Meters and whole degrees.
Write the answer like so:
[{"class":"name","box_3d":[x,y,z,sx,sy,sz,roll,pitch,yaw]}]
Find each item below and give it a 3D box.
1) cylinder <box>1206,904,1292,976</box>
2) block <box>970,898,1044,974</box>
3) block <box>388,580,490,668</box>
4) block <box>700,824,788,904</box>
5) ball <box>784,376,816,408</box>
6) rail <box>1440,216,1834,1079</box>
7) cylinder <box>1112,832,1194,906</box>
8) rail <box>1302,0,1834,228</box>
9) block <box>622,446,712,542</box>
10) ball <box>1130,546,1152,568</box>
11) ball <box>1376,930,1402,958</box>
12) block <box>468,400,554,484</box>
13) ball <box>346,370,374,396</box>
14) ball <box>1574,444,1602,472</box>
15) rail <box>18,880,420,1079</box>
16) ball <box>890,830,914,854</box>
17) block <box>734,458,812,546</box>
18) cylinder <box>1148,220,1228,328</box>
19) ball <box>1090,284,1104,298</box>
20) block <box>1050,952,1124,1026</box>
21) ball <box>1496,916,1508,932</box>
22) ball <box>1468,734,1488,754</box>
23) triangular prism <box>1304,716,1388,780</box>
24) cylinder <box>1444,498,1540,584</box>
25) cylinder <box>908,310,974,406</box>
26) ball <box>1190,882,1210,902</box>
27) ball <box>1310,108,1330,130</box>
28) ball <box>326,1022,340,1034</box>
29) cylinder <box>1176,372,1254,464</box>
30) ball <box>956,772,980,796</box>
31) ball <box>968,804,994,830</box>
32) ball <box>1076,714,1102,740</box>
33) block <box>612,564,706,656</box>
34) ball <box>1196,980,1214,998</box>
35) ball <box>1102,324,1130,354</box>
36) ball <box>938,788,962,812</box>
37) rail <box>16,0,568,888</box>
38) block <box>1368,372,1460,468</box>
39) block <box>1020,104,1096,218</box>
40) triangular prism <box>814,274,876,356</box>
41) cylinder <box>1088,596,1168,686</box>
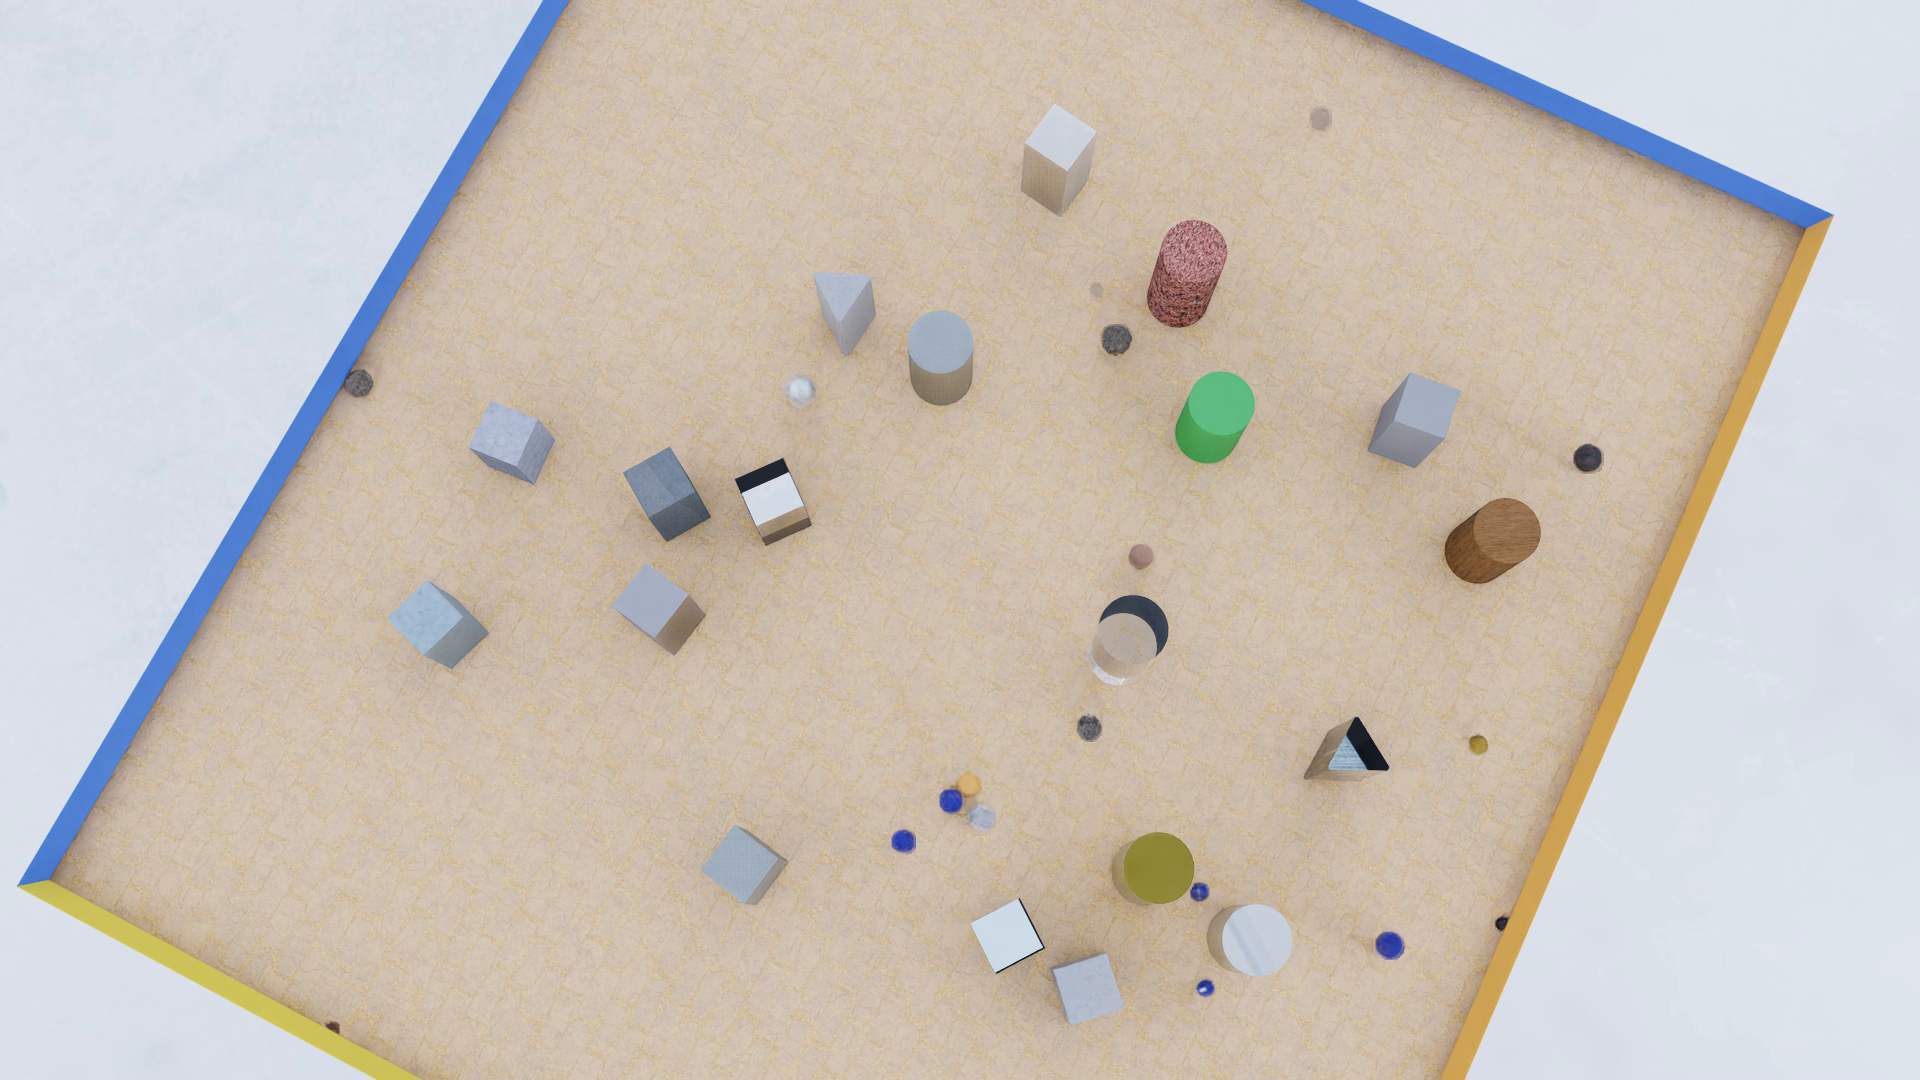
[{"class":"cylinder","box_3d":[0.821,1.137,5.217,0.194,0.323,0.194,0,78,0]},{"class":"block","box_3d":[0.134,1.134,5.256,0.156,0.246,0.156,-27,80,-5]},{"class":"block","box_3d":[-1.537,0.253,5.413,0.156,0.296,0.156,44,82,8]},{"class":"block","box_3d":[-0.614,0.935,5.258,0.156,0.323,0.156,36,81,7]},{"class":"ball","box_3d":[-0.492,-0.457,5.662,0.097,0.097,0.097,0,78,0]},{"class":"rail","box_3d":[1.744,0.861,5.373,0.045,0.126,4.269,26,80,5]},{"class":"cylinder","box_3d":[0.545,0.939,5.215,0.194,0.406,0.194,0,78,0]},{"class":"rail","box_3d":[0.944,-1.842,5.932,3.948,0.126,0.045,26,80,5]},{"class":"block","box_3d":[-0.870,-0.133,5.467,0.156,0.347,0.156,-30,80,-6]},{"class":"ball","box_3d":[0.548,0.052,5.568,0.069,0.069,0.069,0,78,0]},{"class":"ball","box_3d":[1.248,1.177,5.333,0.078,0.078,0.078,0,78,0]},{"class":"block","box_3d":[-1.356,-0.293,5.556,0.156,0.238,0.156,21,79,4]},{"class":"ball","box_3d":[-1.860,-0.488,5.676,0.082,0.082,0.082,0,78,0]},{"class":"ball","box_3d":[1.927,-0.252,5.625,0.085,0.085,0.085,0,78,0]},{"class":"rail","box_3d":[-0.944,1.856,5.167,3.948,0.126,0.045,26,80,5]},{"class":"ball","box_3d":[-0.169,0.887,5.398,0.069,0.069,0.069,0,78,0]},{"class":"block","box_3d":[-0.556,-0.111,5.492,0.156,0.288,0.156,-24,79,-5]},{"class":"cylinder","box_3d":[0.686,-0.804,5.570,0.194,0.416,0.194,0,78,0]},{"class":"ball","box_3d":[0.431,-0.784,5.758,0.041,0.041,0.041,0,78,0]},{"class":"block","box_3d":[0.358,1.275,5.219,0.156,0.262,0.156,-17,79,-3]},{"class":"ball","box_3d":[1.589,1.124,5.361,0.045,0.045,0.045,0,78,0]},{"class":"ball","box_3d":[1.545,0.608,5.463,0.055,0.055,0.055,0,78,0]},{"class":"triangular prism","box_3d":[1.111,0.604,5.300,0.168,0.375,0.146,0,78,0]},{"class":"cylinder","box_3d":[1.580,0.006,5.450,0.194,0.324,0.194,0,78,0]},{"class":"cylinder","box_3d":[-0.058,-0.548,5.555,0.194,0.342,0.194,0,78,0]},{"class":"ball","box_3d":[0.705,1.032,5.375,0.055,0.055,0.055,0,78,0]},{"class":"ball","box_3d":[1.151,-1.347,5.861,0.066,0.066,0.066,0,78,0]},{"class":"ball","box_3d":[-1.815,1.415,5.302,0.043,0.043,0.043,0,78,0]},{"class":"cylinder","box_3d":[0.765,-0.365,5.520,0.194,0.337,0.194,0,78,0]},{"class":"ball","box_3d":[0.025,0.723,5.432,0.074,0.074,0.074,0,78,0]},{"class":"ball","box_3d":[0.061,0.819,5.407,0.077,0.077,0.077,0,78,0]},{"class":"ball","box_3d":[0.384,0.558,5.464,0.073,0.073,0.073,0,78,0]},{"class":"block","box_3d":[-0.880,0.208,5.387,0.156,0.365,0.156,36,81,7]},{"class":"ball","box_3d":[0.711,1.302,5.322,0.049,0.049,0.049,0,78,0]},{"class":"ball","box_3d":[0.485,-0.622,5.698,0.093,0.093,0.093,0,78,0]},{"class":"ball","box_3d":[-0.028,0.771,5.421,0.071,0.071,0.071,0,78,0]},{"class":"rail","box_3d":[-1.744,-0.847,5.726,0.045,0.126,4.269,26,80,5]},{"class":"block","box_3d":[1.361,-0.356,5.509,0.156,0.355,0.156,20,79,4]},{"class":"block","box_3d":[0.302,-1.169,5.670,0.156,0.369,0.156,35,80,7]},{"class":"triangular prism","box_3d":[-0.372,-0.717,5.590,0.146,0.343,0.168,32,80,6]},{"class":"cylinder","box_3d":[0.481,0.296,5.312,0.194,0.476,0.194,0,78,0]}]
